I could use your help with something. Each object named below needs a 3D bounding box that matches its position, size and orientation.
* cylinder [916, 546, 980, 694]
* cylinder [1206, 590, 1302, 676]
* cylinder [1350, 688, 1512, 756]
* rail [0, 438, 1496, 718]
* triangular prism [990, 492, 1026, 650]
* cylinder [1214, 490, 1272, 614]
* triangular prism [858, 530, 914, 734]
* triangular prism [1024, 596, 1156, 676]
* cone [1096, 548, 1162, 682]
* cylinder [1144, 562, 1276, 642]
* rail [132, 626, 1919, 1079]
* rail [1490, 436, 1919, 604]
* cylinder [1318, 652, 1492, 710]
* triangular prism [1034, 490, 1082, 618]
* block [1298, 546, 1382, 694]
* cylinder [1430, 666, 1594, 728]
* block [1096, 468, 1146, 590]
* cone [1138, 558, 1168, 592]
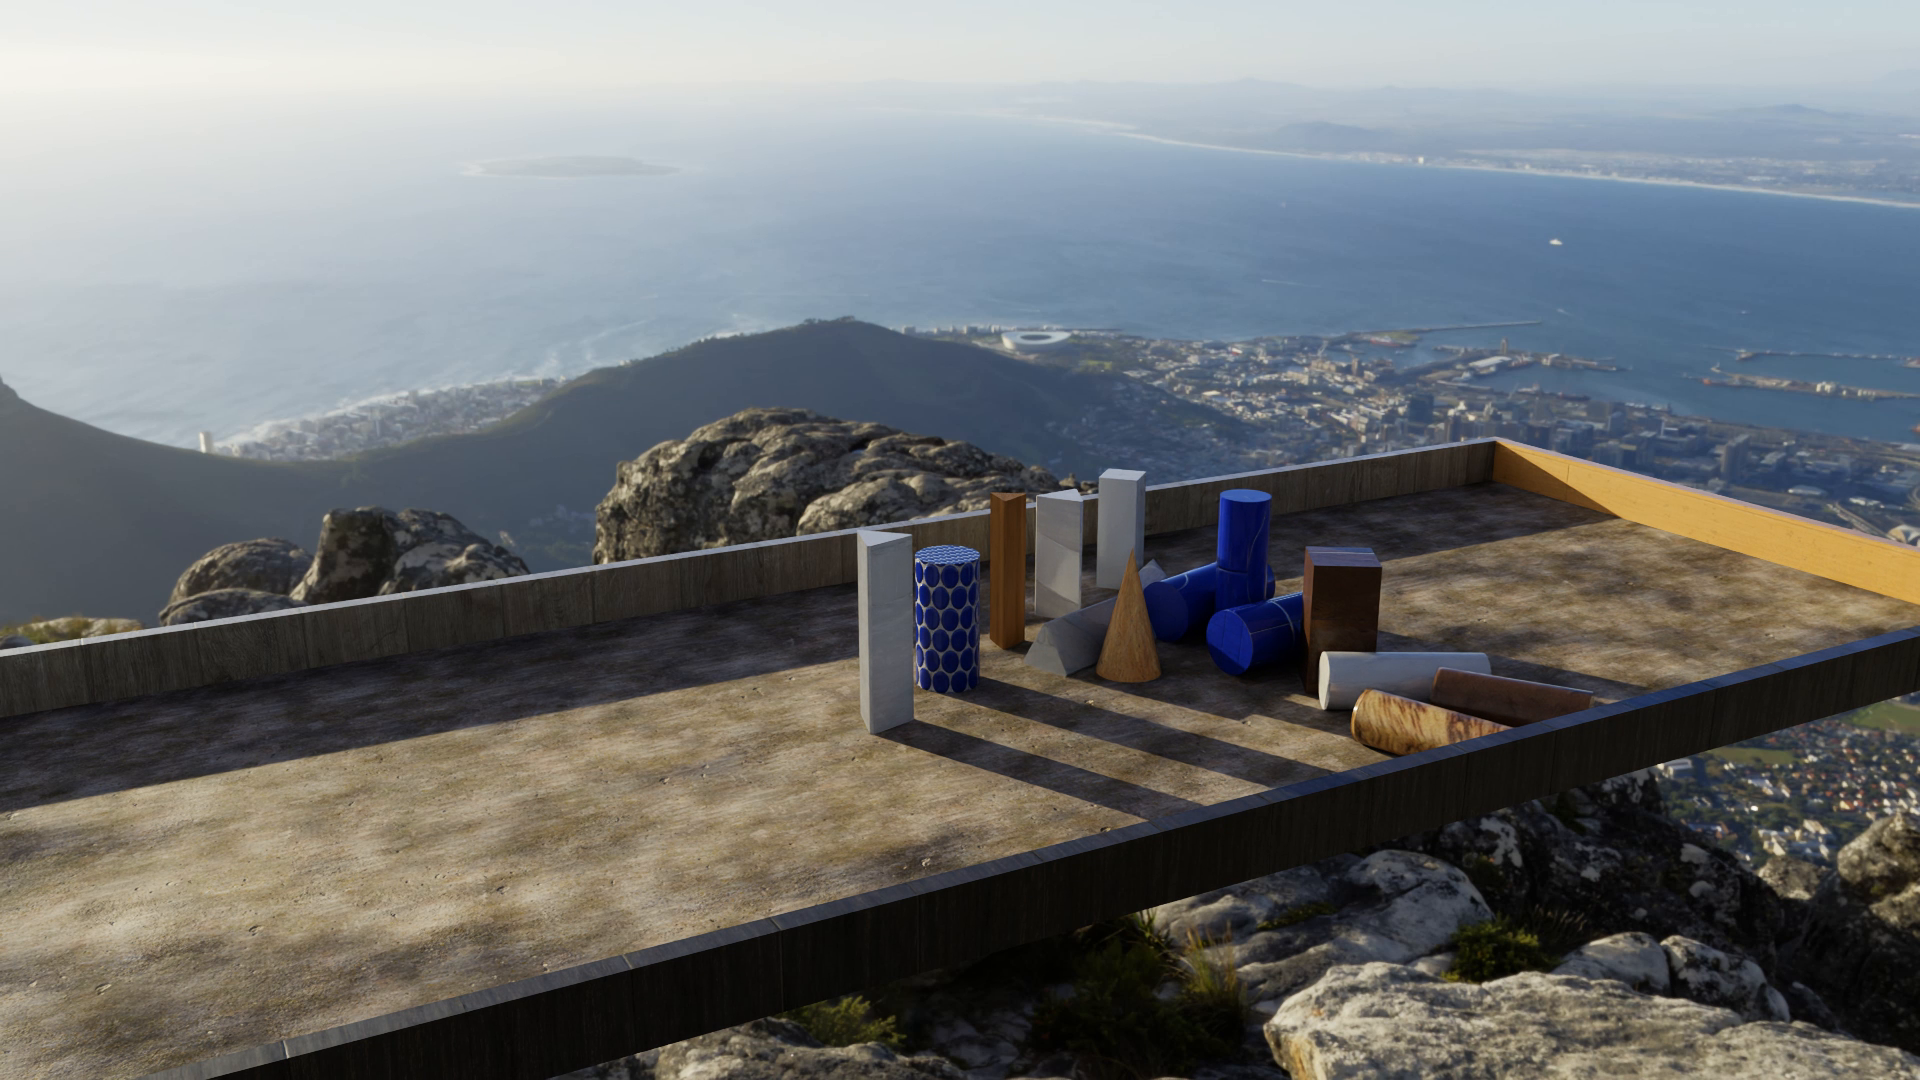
[{"bbox_3d":[-0.031,0.196,4.098,0.160,0.333,0.160,0,16,0],"label":"cylinder"},{"bbox_3d":[0.841,0.229,4.278,0.388,0.168,0.168,-11,20,-33],"label":"cylinder"},{"bbox_3d":[1.056,0.434,3.650,0.357,0.128,0.128,15,22,40],"label":"cylinder"},{"bbox_3d":[-3.305,0.497,3.399,12.000,0.150,0.050,-9,18,-27],"label":"rail"},{"bbox_3d":[0.113,0.078,4.368,0.080,0.407,0.093,12,20,36],"label":"triangular prism"},{"bbox_3d":[0.744,0.080,4.355,0.133,0.409,0.133,0,16,0],"label":"cylinder"},{"bbox_3d":[-0.196,0.208,3.841,0.132,0.455,0.114,-15,22,-41],"label":"triangular prism"},{"bbox_3d":[0.346,0.232,4.333,0.144,0.125,0.381,14,22,41],"label":"triangular prism"},{"bbox_3d":[0.431,0.176,4.171,0.169,0.330,0.169,0,16,0],"label":"cone"},{"bbox_3d":[0.684,0.154,4.536,0.390,0.167,0.167,-15,22,-42],"label":"cylinder"},{"bbox_3d":[-2.336,1.006,1.665,12.000,0.150,0.050,-9,18,-27],"label":"rail"},{"bbox_3d":[2.466,-0.048,5.253,0.050,0.150,2.100,-9,18,-27],"label":"rail"},{"bbox_3d":[1.064,0.338,3.957,0.380,0.140,0.140,0,16,1],"label":"cylinder"},{"bbox_3d":[0.297,0.038,4.611,0.136,0.346,0.118,8,18,25],"label":"triangular prism"},{"bbox_3d":[0.939,0.199,4.090,0.162,0.331,0.162,1,16,4],"label":"block"},{"bbox_3d":[1.249,0.393,3.739,0.335,0.158,0.158,8,18,26],"label":"cylinder"},{"bbox_3d":[0.475,-0.031,4.865,0.114,0.335,0.114,6,17,19],"label":"block"},{"bbox_3d":[0.576,0.094,4.940,0.109,0.109,0.456,2,10,7],"label":"cone"}]
